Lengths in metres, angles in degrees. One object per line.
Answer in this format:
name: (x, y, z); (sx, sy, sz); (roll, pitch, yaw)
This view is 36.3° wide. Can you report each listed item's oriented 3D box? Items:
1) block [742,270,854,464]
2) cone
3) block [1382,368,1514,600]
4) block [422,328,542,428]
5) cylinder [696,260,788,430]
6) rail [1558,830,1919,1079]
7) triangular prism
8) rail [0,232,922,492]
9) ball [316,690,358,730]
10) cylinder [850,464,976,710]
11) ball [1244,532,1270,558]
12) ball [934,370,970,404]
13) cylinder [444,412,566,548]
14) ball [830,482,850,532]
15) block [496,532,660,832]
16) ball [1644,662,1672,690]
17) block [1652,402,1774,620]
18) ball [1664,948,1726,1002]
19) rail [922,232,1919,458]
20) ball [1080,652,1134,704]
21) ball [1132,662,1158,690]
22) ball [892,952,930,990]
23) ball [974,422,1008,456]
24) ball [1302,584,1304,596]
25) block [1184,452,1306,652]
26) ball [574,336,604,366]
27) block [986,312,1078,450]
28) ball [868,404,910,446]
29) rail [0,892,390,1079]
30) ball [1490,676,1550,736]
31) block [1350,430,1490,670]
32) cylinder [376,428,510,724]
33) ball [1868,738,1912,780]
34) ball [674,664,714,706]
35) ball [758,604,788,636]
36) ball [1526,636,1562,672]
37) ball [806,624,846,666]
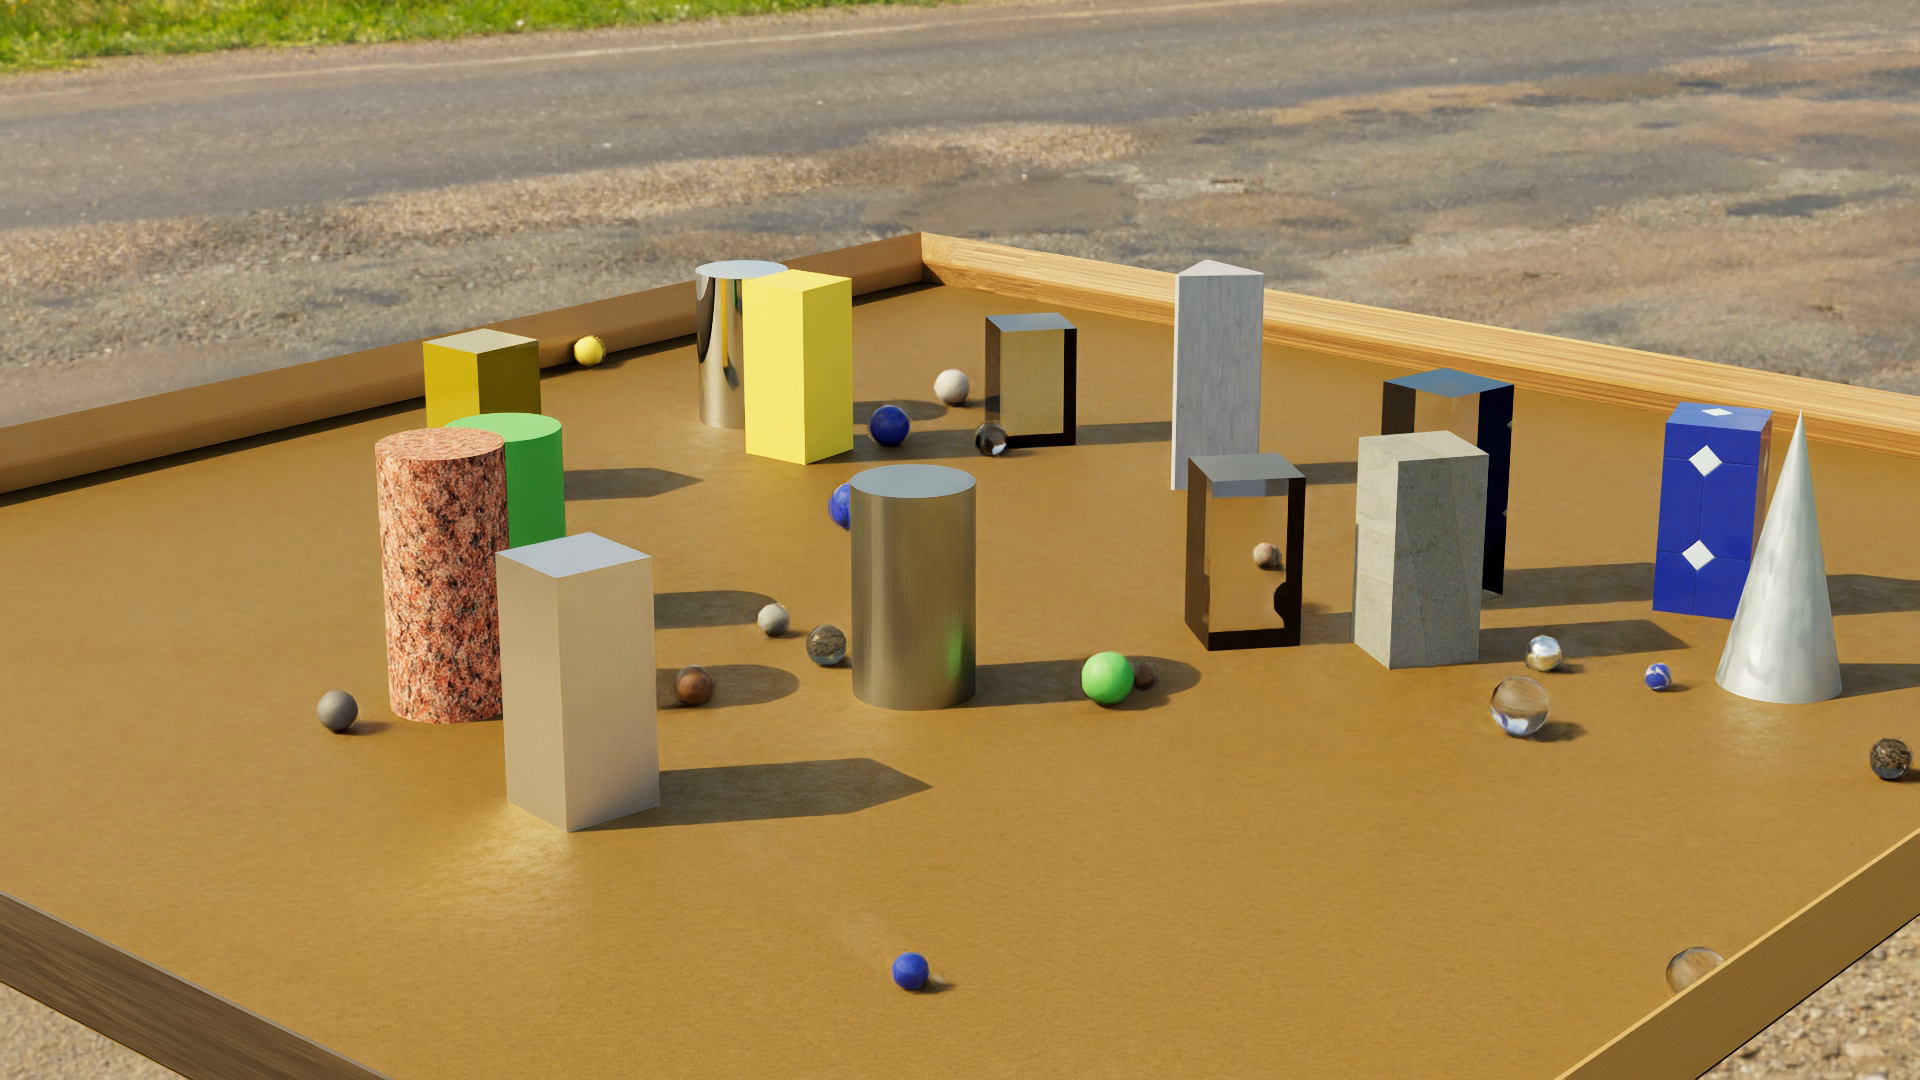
block: (-0.331, -0.356, 6.011); (0.157, 0.359, 0.157); (12, 21, 35)
cone: (1.310, 0.011, 4.627); (0.196, 0.454, 0.196); (0, 17, 0)
block: (0.839, -0.089, 5.088); (0.157, 0.379, 0.157); (-13, 21, -37)
block: (-0.931, -0.243, 5.736); (0.157, 0.300, 0.157); (14, 21, 38)
cylinder: (-0.464, -0.419, 6.276); (0.196, 0.326, 0.196); (0, 17, 0)
rail: (1.375, 0.376, 3.977); (0.045, 0.128, 3.937); (14, 22, 39)
triangular prism: (0.496, -0.328, 5.795); (0.170, 0.429, 0.147); (-2, 17, -5)
rail: (-1.375, -0.313, 6.263); (0.045, 0.128, 3.937); (14, 22, 39)
ball: (-0.952, 0.261, 4.479); (0.062, 0.062, 0.062); (0, 17, 0)
cylinder: (-0.073, 0.073, 4.611); (0.196, 0.345, 0.196); (0, 17, 0)
ball: (0.541, 0.010, 5.333); (0.048, 0.048, 0.048); (0, 17, 0)
ball: (-0.018, -0.335, 6.429); (0.077, 0.077, 0.077); (0, 17, 0)
cylinder: (-0.765, -0.026, 4.951); (0.196, 0.339, 0.196); (0, 17, 0)
ball: (-0.195, -0.063, 5.489); (0.098, 0.098, 0.098); (0, 17, 0)
block: (-0.539, 0.199, 4.146); (0.157, 0.373, 0.157); (-14, 21, -38)
ball: (1.110, 0.216, 4.658); (0.043, 0.043, 0.043); (0, 17, 0)
block: (1.295, -0.051, 5.042); (0.157, 0.334, 0.157); (7, 18, 21)
ball: (0.892, 0.533, 3.540); (0.082, 0.082, 0.082); (0, 17, 0)
rail: (1.275, -0.392, 6.526); (3.689, 0.128, 0.045); (14, 22, 39)
ball: (0.231, 0.216, 4.590); (0.083, 0.083, 0.083); (0, 17, 0)
ball: (0.292, 0.216, 4.658); (0.044, 0.044, 0.044); (0, 17, 0)
ball: (-0.061, 0.530, 3.610); (0.047, 0.047, 0.047); (0, 17, 0)
ball: (0.064, -0.207, 6.023); (0.067, 0.067, 0.067); (0, 17, 0)
ball: (0.556, 0.086, 5.042); (0.070, 0.070, 0.070); (0, 17, 0)
block: (0.473, 0.018, 4.886); (0.157, 0.291, 0.157); (-3, 17, -10)
ball: (-0.859, -0.435, 6.773); (0.069, 0.069, 0.069); (0, 17, 0)
block: (0.147, -0.334, 6.127); (0.157, 0.249, 0.157); (-4, 17, -12)
ball: (-0.147, -0.239, 6.095); (0.085, 0.085, 0.085); (0, 17, 0)
rail: (-1.275, 0.456, 3.714); (3.689, 0.128, 0.045); (14, 22, 39)
ball: (0.852, 0.252, 4.460); (0.090, 0.090, 0.090); (0, 17, 0)
block: (0.750, 0.015, 4.795); (0.157, 0.350, 0.157); (-5, 17, -15)
cylinder: (-0.796, 0.053, 4.546); (0.196, 0.420, 0.196); (0, 17, 0)
ball: (1.360, 0.320, 4.287); (0.060, 0.060, 0.060); (0, 17, 0)
ball: (-0.417, 0.227, 4.589); (0.063, 0.063, 0.063); (0, 17, 0)
ball: (-0.314, 0.134, 4.917); (0.052, 0.052, 0.052); (0, 17, 0)
ball: (0.944, 0.183, 4.743); (0.058, 0.058, 0.058); (0, 17, 0)
ball: (-0.217, 0.171, 4.768); (0.067, 0.067, 0.067); (0, 17, 0)
